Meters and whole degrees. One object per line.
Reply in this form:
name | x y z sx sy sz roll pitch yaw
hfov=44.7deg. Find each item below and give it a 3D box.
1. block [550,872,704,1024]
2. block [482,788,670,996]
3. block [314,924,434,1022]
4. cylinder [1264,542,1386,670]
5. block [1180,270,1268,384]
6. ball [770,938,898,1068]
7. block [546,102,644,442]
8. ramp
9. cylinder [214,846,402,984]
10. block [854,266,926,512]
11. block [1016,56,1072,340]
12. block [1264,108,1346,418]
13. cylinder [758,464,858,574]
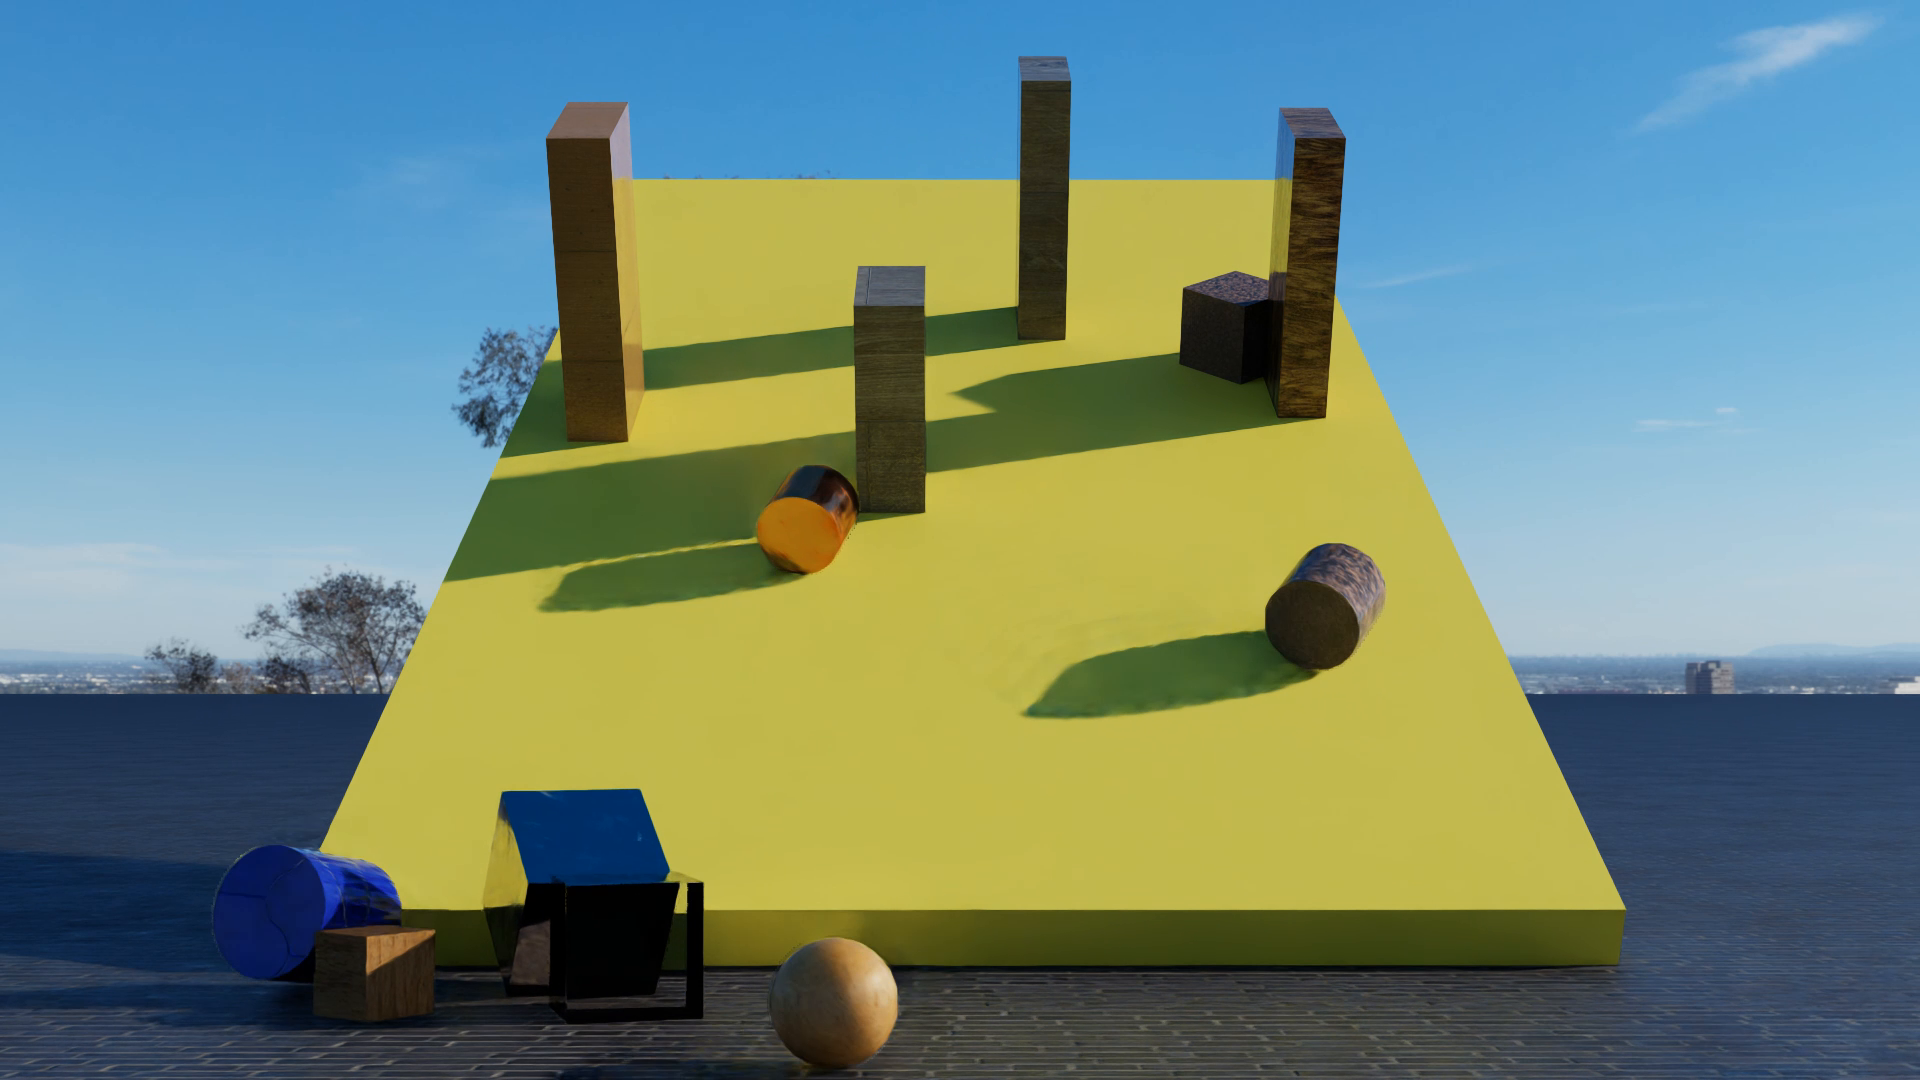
block | -0.435 0.527 3.033 0.172 0.172 0.172 1 -4 -17
block | -0.536 0.488 3.250 0.199 0.199 0.199 2 31 -24
block | -0.756 0.558 3.012 0.107 0.107 0.107 -3 -5 39
cylinder | 0.665 0.120 4.243 0.176 0.176 0.176 -2 21 27
block | 0.669 -0.513 5.611 0.194 0.194 0.194 -21 32 -39
ball | -0.140 0.513 2.590 0.143 0.143 0.143 0 -4 0
block | -0.805 -0.597 5.192 0.134 0.688 0.315 0 24 0
ramp | -0.008 -0.229 5.338 2.000 0.100 4.000 0 24 0
cylinder | -0.899 0.521 3.225 0.180 0.180 0.180 -1 -14 21
block | -0.143 -0.315 4.862 0.141 0.451 0.259 0 24 0
block | 0.204 -0.848 5.795 0.119 0.650 0.259 0 24 0
block | 0.781 -0.631 5.319 0.110 0.652 0.271 0 24 0
cylinder | -0.299 -0.041 4.605 0.165 0.165 0.165 -1 24 12
